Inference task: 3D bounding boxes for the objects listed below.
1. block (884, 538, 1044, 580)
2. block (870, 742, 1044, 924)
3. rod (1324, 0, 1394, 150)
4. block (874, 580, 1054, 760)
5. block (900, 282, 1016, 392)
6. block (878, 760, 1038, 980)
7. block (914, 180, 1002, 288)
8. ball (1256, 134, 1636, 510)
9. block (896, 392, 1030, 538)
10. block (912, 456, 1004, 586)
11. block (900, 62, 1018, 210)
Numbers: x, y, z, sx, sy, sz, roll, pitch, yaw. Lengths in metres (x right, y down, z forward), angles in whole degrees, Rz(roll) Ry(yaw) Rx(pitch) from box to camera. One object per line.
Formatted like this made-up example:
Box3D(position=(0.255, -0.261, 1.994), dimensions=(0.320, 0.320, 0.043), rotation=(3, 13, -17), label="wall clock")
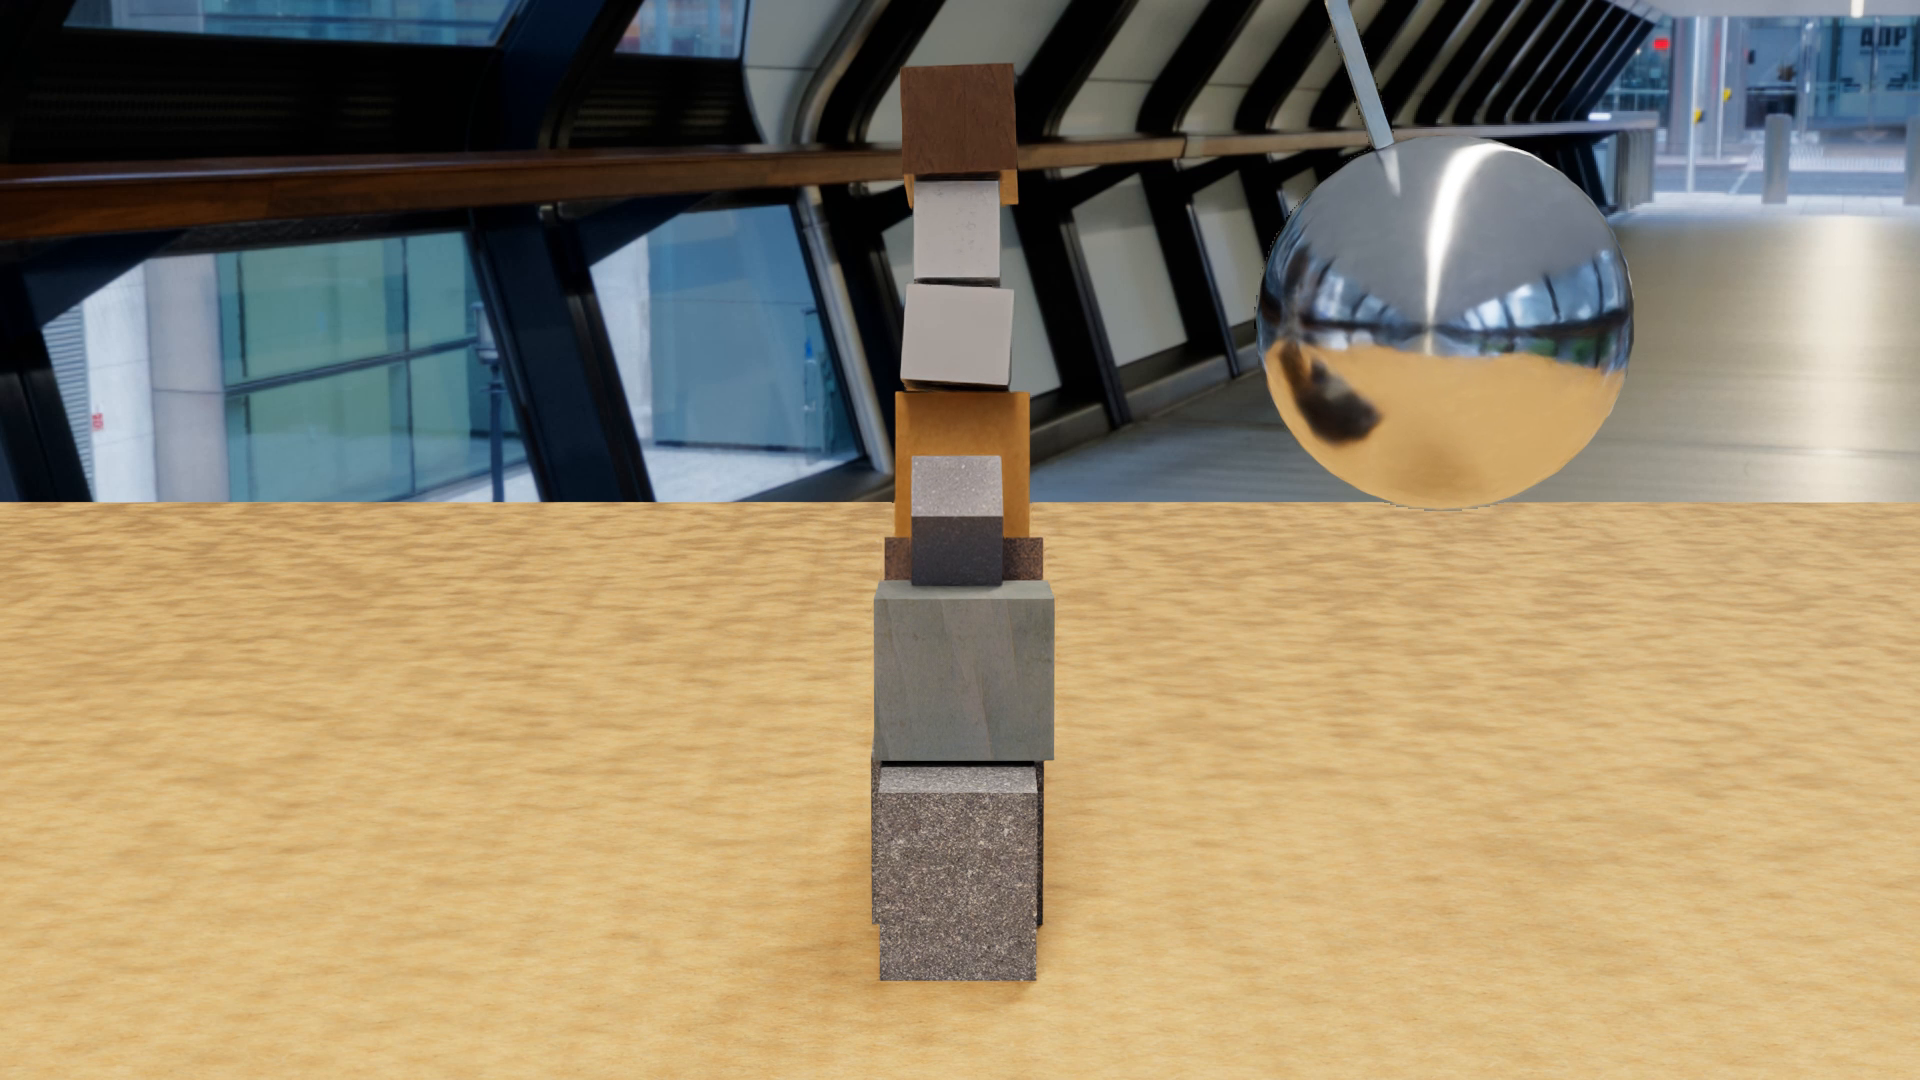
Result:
Box3D(position=(0.017, 0.375, 11.389), dimensions=(0.683, 0.767, 0.729), rotation=(0, 0, 0), label="block")
Box3D(position=(-0.010, 1.184, 11.039), dimensions=(0.715, 0.721, 0.769), rotation=(0, 10, 0), label="block")
Box3D(position=(0.899, -4.070, 10.440), dimensions=(0.080, 5.200, 0.080), rotation=(-20, 10, 4), label="rod")
Box3D(position=(0.017, 0.528, 10.624), dimensions=(0.722, 0.650, 0.749), rotation=(0, 5, 0), label="block")
Box3D(position=(-0.003, -0.880, 11.339), dimensions=(0.466, 0.417, 0.464), rotation=(4, -3, 3), label="block")
Box3D(position=(-0.007, 1.293, 10.318), dimensions=(0.615, 0.763, 0.668), rotation=(0, 10, 0), label="block")
Box3D(position=(-0.007, -1.329, 11.415), dimensions=(0.373, 0.430, 0.441), rotation=(-1, -7, 2), label="block")
Box3D(position=(2.074, -0.931, 11.011), dimensions=(1.600, 1.600, 1.600), rotation=(0, 10, 0), label="ball")
Box3D(position=(0.013, -0.327, 11.548), dimensions=(0.589, 0.636, 0.671), rotation=(0, 0, 0), label="block")
Box3D(position=(-0.014, -0.084, 10.816), dimensions=(0.378, 0.368, 0.416), rotation=(0, 38, -1), label="block")
Box3D(position=(0.001, -1.802, 11.485), dimensions=(0.497, 0.490, 0.515), rotation=(-2, -10, 2), label="block")
